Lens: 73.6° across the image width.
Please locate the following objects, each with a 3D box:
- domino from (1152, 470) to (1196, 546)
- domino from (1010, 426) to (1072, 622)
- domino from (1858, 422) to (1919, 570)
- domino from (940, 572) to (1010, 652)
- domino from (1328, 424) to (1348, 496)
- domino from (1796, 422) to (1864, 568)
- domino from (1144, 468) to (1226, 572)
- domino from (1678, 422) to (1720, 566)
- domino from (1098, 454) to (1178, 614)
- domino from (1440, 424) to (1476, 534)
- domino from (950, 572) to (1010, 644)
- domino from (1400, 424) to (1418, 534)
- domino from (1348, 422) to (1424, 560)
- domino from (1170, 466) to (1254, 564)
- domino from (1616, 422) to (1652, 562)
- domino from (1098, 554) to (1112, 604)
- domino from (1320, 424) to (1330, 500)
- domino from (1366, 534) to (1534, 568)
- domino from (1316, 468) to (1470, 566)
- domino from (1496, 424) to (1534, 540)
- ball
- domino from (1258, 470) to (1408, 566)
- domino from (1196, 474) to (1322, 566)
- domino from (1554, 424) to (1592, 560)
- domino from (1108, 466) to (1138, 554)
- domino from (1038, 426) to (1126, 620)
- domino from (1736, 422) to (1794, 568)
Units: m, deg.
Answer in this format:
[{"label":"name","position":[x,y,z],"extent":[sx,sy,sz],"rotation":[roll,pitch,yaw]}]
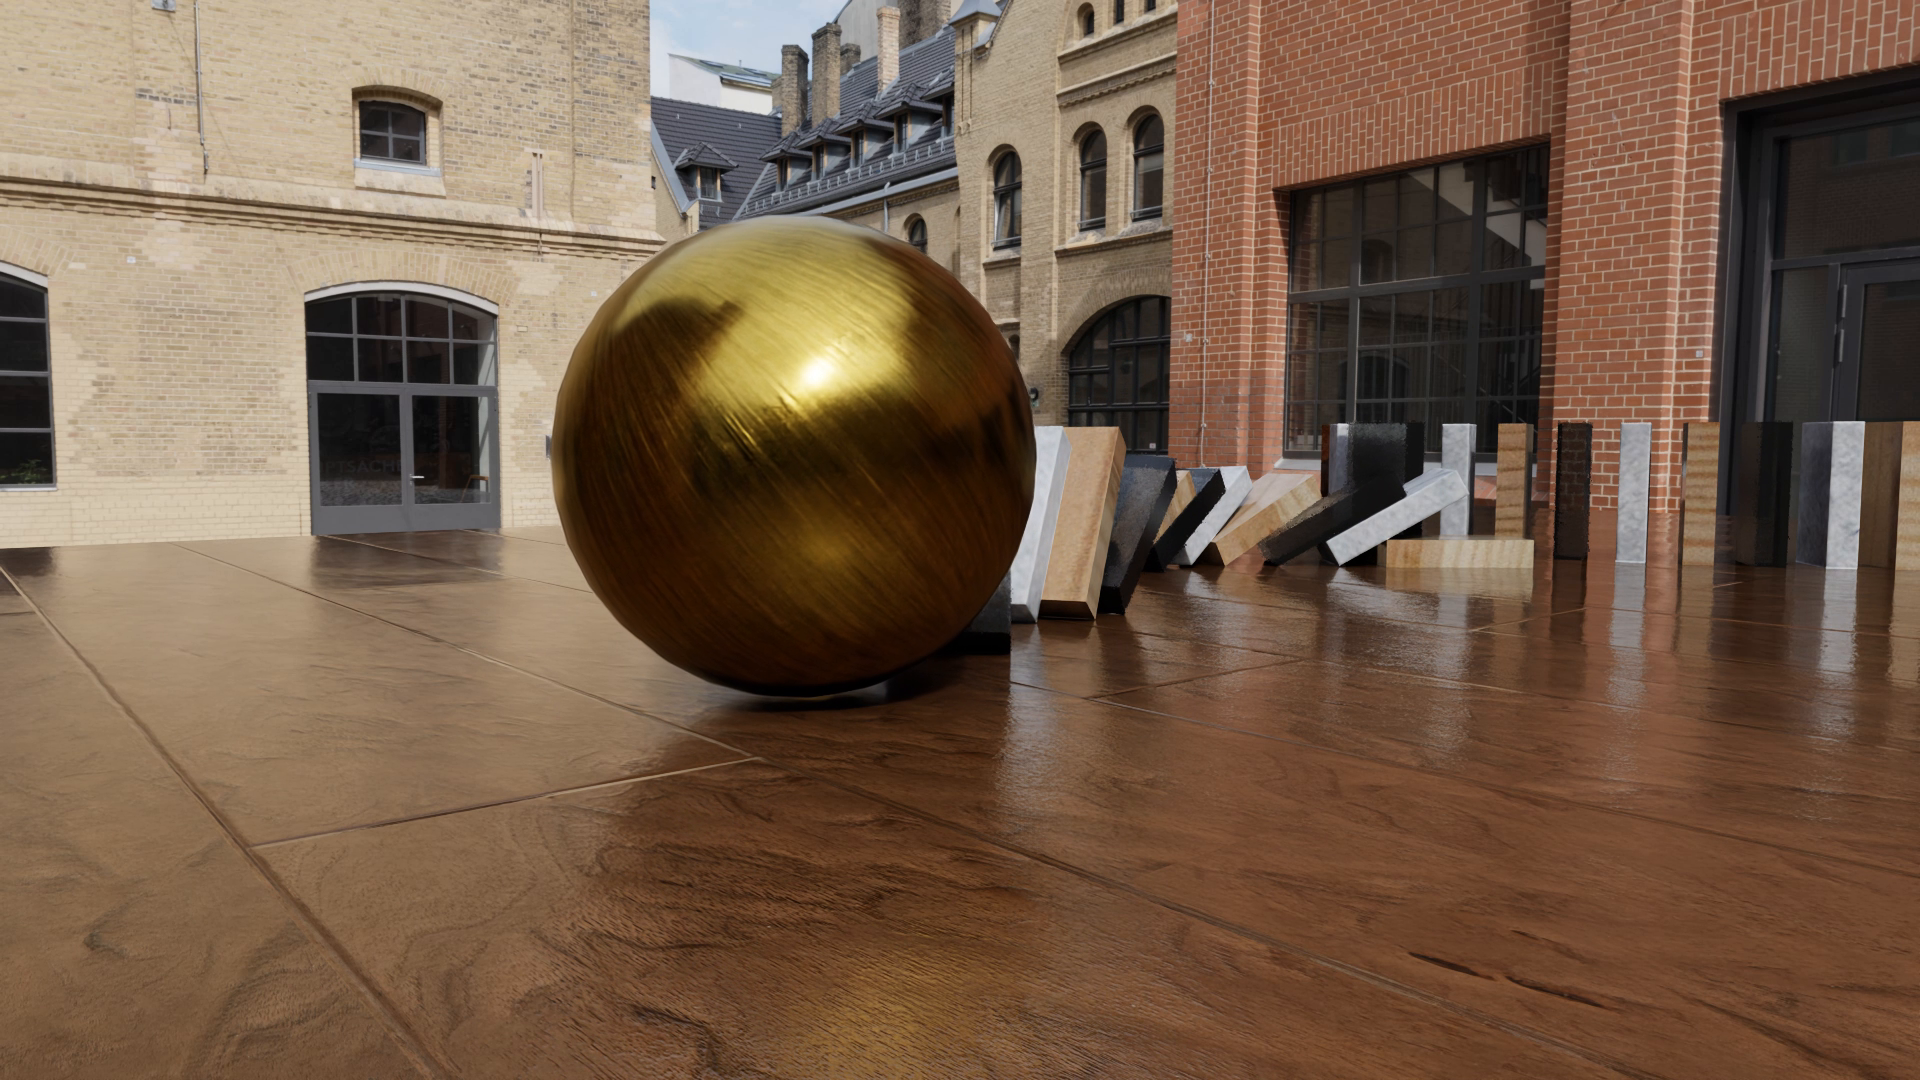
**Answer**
[{"label":"domino","position":[0.056,-0.006,0.430],"extent":[0.025,0.009,0.050],"rotation":[4,36,40]},{"label":"domino","position":[0.010,-0.005,0.317],"extent":[0.025,0.050,0.009],"rotation":[1,-29,22]},{"label":"domino","position":[0.324,-0.016,0.444],"extent":[0.009,0.050,0.025],"rotation":[1,4,9]},{"label":"domino","position":[-0.002,-0.001,0.271],"extent":[0.025,0.050,0.010],"rotation":[0,-30,2]},{"label":"domino","position":[0.154,-0.019,0.488],"extent":[0.025,0.050,0.009],"rotation":[0,4,-1]},{"label":"domino","position":[0.304,-0.016,0.448],"extent":[0.009,0.050,0.025],"rotation":[1,4,13]},{"label":"domino","position":[0.069,-0.008,0.445],"extent":[0.025,0.010,0.050],"rotation":[2,35,40]},{"label":"domino","position":[0.265,-0.017,0.461],"extent":[0.010,0.050,0.025],"rotation":[2,5,26]},{"label":"domino","position":[0.038,-0.003,0.338],"extent":[0.025,0.009,0.050],"rotation":[7,46,24]},{"label":"domino","position":[0.194,-0.020,0.500],"extent":[0.009,0.050,0.025],"rotation":[2,5,28]},{"label":"domino","position":[-0.002,-0.002,0.282],"extent":[0.025,0.050,0.009],"rotation":[0,-30,2]},{"label":"domino","position":[0.176,-0.021,0.509],"extent":[0.009,0.050,0.025],"rotation":[1,5,19]},{"label":"domino","position":[0.156,-0.018,0.471],"extent":[0.025,0.050,0.009],"rotation":[0,4,5]},{"label":"domino","position":[0.082,-0.009,0.460],"extent":[0.025,0.010,0.050],"rotation":[0,34,42]},{"label":"domino","position":[0.247,-0.018,0.470],"extent":[0.009,0.050,0.025],"rotation":[2,5,29]},{"label":"domino","position":[0.028,-0.001,0.359],"extent":[0.025,0.009,0.050],"rotation":[0,35,0]},{"label":"domino","position":[0.157,-0.021,0.508],"extent":[0.025,0.050,0.009],"rotation":[3,5,35]},{"label":"domino","position":[0.173,0.004,0.454],"extent":[0.050,0.010,0.025],"rotation":[0,4,2]},{"label":"domino","position":[0.151,-0.009,0.454],"extent":[0.050,0.010,0.025],"rotation":[-30,3,5]},{"label":"domino","position":[0.212,-0.019,0.491],"extent":[0.010,0.050,0.025],"rotation":[2,5,30]},{"label":"ball","position":[-0.027,-0.014,0.216],"extent":[0.080,0.080,0.080],"rotation":[0,4,0]},{"label":"domino","position":[0.131,-0.008,0.456],"extent":[0.050,0.009,0.025],"rotation":[-30,2,5]},{"label":"domino","position":[0.104,-0.008,0.467],"extent":[0.050,0.010,0.025],"rotation":[-32,18,-22]},{"label":"domino","position":[0.230,-0.018,0.480],"extent":[0.009,0.050,0.025],"rotation":[3,5,30]},{"label":"domino","position":[0.038,-0.006,0.416],"extent":[0.025,0.010,0.050],"rotation":[2,37,25]},{"label":"domino","position":[0.025,-0.005,0.323],"extent":[0.025,0.050,0.010],"rotation":[2,-29,22]},{"label":"domino","position":[0.284,-0.016,0.453],"extent":[0.009,0.050,0.025],"rotation":[1,5,18]}]
